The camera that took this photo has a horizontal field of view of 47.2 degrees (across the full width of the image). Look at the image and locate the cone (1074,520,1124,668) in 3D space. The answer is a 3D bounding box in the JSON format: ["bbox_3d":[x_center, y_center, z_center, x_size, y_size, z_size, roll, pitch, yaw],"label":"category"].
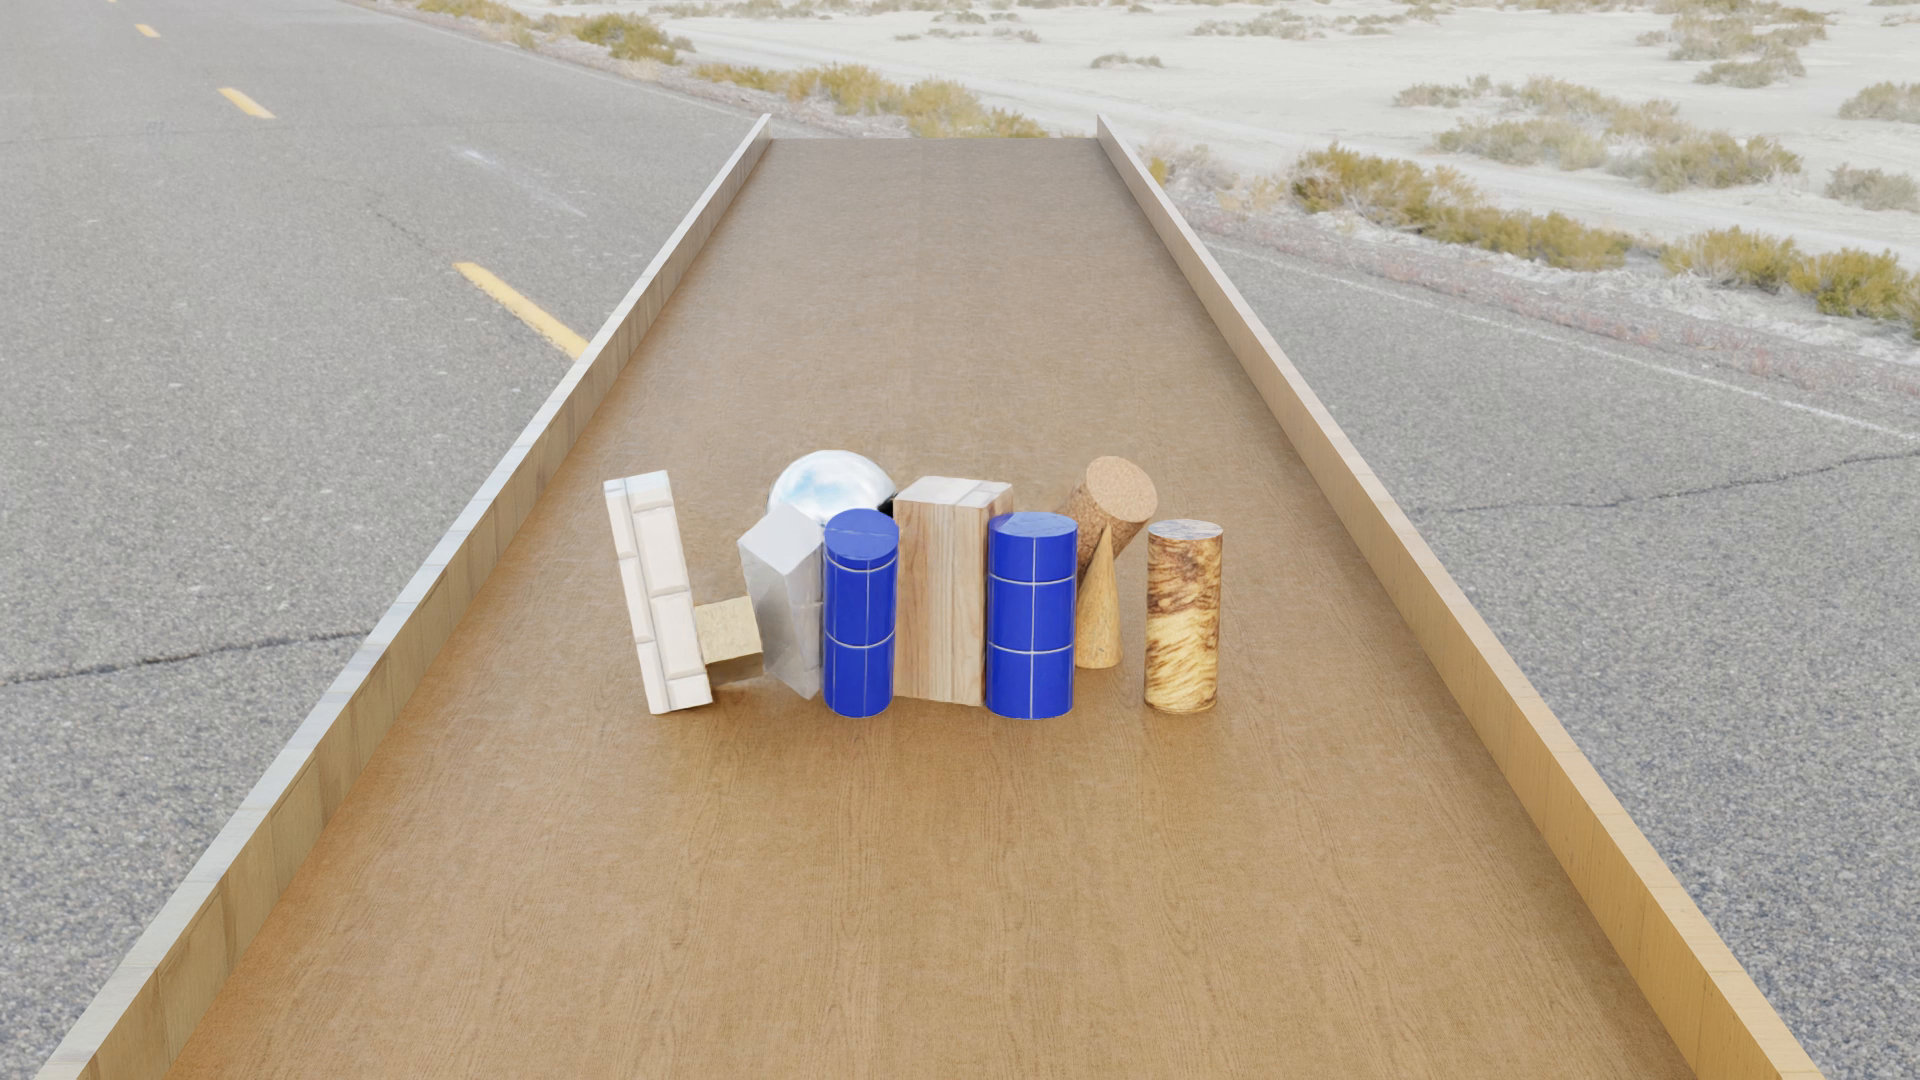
[{"bbox_3d":[0.276,0.089,4.346,0.136,0.306,0.136,5,31,-3],"label":"cone"}]

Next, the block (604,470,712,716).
[{"bbox_3d":[-0.564,0.099,4.119,0.117,0.430,0.117,-11,18,-7],"label":"block"}]

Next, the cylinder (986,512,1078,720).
[{"bbox_3d":[0.134,0.141,4.120,0.166,0.357,0.166,1,17,0],"label":"cylinder"}]

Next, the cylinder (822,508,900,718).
[{"bbox_3d":[-0.183,0.138,4.008,0.133,0.417,0.133,2,44,-2],"label":"cylinder"}]

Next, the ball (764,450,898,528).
[{"bbox_3d":[-0.242,-0.040,4.211,0.269,0.269,0.269,0,17,0],"label":"ball"}]

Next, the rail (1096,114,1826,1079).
[{"bbox_3d":[0.932,-0.844,7.801,0.050,0.150,12.000,0,17,-1],"label":"rail"}]

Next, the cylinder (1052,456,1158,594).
[{"bbox_3d":[0.233,0.012,4.465,0.158,0.416,0.158,15,51,-19],"label":"cylinder"}]

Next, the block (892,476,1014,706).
[{"bbox_3d":[-0.014,0.095,4.216,0.180,0.392,0.180,6,18,18],"label":"block"}]

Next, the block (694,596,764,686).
[{"bbox_3d":[-0.426,0.191,4.076,0.103,0.103,0.386,-12,-9,-7],"label":"block"}]

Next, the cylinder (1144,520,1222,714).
[{"bbox_3d":[0.420,0.144,4.145,0.139,0.341,0.139,0,17,0],"label":"cylinder"}]

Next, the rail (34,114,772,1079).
[{"bbox_3d":[-1.118,-0.838,7.780,0.050,0.150,12.000,0,17,-1],"label":"rail"}]

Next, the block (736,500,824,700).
[{"bbox_3d":[-0.304,0.117,4.083,0.120,0.410,0.120,35,63,25],"label":"block"}]
